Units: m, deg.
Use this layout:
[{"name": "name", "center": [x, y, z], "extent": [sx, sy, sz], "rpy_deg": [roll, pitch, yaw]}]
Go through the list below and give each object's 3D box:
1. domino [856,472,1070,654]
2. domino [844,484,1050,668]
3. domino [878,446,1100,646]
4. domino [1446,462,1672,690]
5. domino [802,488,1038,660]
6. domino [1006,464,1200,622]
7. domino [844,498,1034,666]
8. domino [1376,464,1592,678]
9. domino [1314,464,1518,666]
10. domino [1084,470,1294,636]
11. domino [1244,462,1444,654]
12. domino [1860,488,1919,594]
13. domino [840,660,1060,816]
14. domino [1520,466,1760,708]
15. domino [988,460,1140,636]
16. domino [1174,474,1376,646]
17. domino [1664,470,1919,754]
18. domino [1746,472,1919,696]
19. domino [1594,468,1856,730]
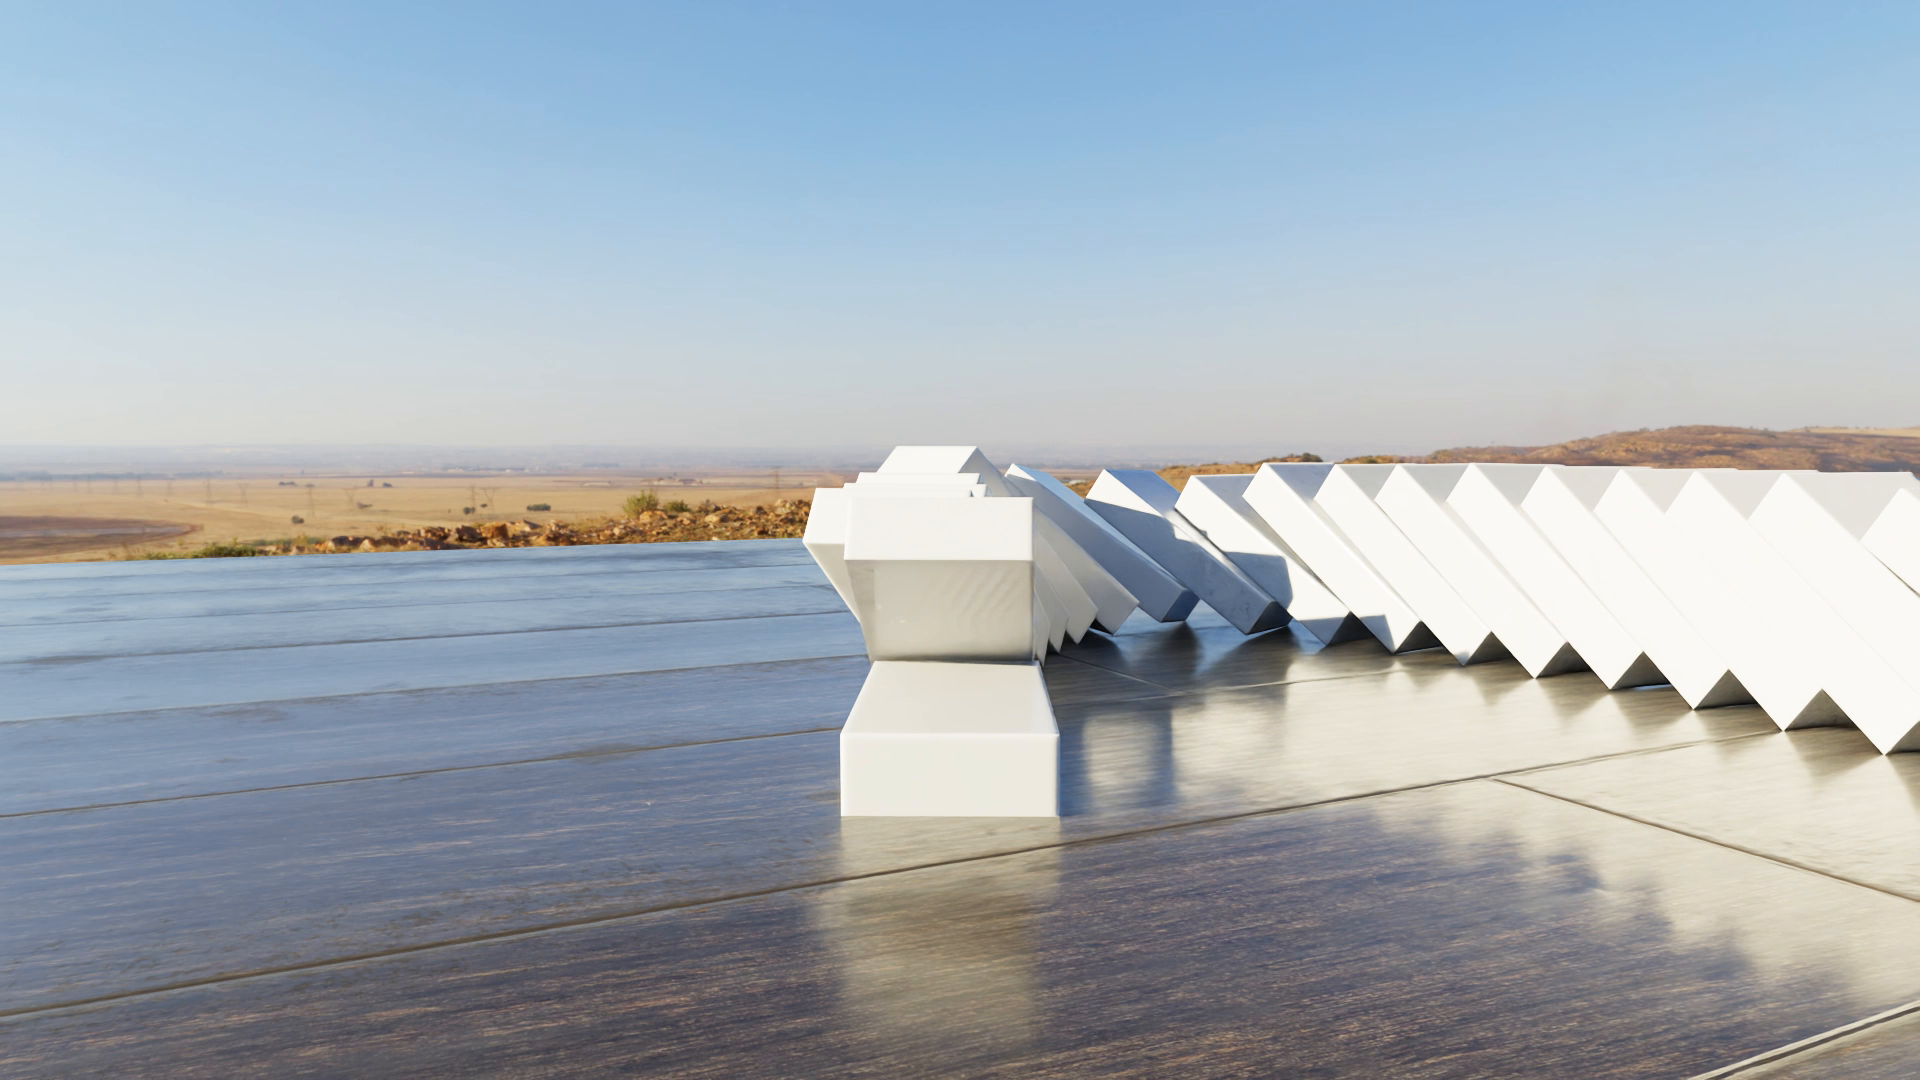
[{"name": "domino", "center": [0.001, 0.005, 0.249], "extent": [0.025, 0.009, 0.050], "rpy_deg": [2, -31, 28]}, {"name": "domino", "center": [-0.002, 0.007, 0.230], "extent": [0.025, 0.009, 0.050], "rpy_deg": [1, -30, 19]}, {"name": "domino", "center": [0.006, 0.001, 0.270], "extent": [0.025, 0.009, 0.050], "rpy_deg": [5, -38, 49]}, {"name": "domino", "center": [0.117, 0.005, 0.239], "extent": [0.025, 0.010, 0.050], "rpy_deg": [-1, 42, -24]}, {"name": "domino", "center": [-0.005, 0.009, 0.213], "extent": [0.025, 0.010, 0.050], "rpy_deg": [1, -29, 17]}, {"name": "domino", "center": [0.033, 0.001, 0.305], "extent": [0.050, 0.010, 0.025], "rpy_deg": [38, 12, 20]}, {"name": "domino", "center": [-0.002, 0.011, 0.192], "extent": [0.025, 0.009, 0.050], "rpy_deg": [0, -29, 3]}, {"name": "domino", "center": [0.107, 0.004, 0.252], "extent": [0.025, 0.010, 0.050], "rpy_deg": [-2, 43, -28]}, {"name": "domino", "center": [0.099, 0.004, 0.265], "extent": [0.025, 0.009, 0.050], "rpy_deg": [-2, 43, -30]}, {"name": "domino", "center": [0.055, 0.002, 0.300], "extent": [0.050, 0.009, 0.025], "rpy_deg": [42, 24, 26]}, {"name": "domino", "center": [0.087, 0.003, 0.278], "extent": [0.025, 0.009, 0.050], "rpy_deg": [-3, 43, -37]}, {"name": "domino", "center": [0.144, 0.012, 0.161], "extent": [0.025, 0.009, 0.050], "rpy_deg": [-1, 40, -15]}, {"name": "domino", "center": [-0.001, 0.025, 0.171], "extent": [0.025, 0.010, 0.050], "rpy_deg": [0, 4, 1]}, {"name": "domino", "center": [0.124, 0.007, 0.224], "extent": [0.025, 0.009, 0.050], "rpy_deg": [-1, 42, -19]}, {"name": "domino", "center": [0.015, 0.000, 0.288], "extent": [0.050, 0.009, 0.025], "rpy_deg": [42, -8, -13]}, {"name": "domino", "center": [0.075, 0.003, 0.291], "extent": [0.025, 0.010, 0.050], "rpy_deg": [-4, 39, -41]}, {"name": "domino", "center": [0.134, 0.009, 0.194], "extent": [0.025, 0.010, 0.050], "rpy_deg": [-1, 42, -16]}, {"name": "domino", "center": [0.139, 0.010, 0.179], "extent": [0.025, 0.009, 0.050], "rpy_deg": [-1, 42, -16]}, {"name": "domino", "center": [0.130, 0.008, 0.209], "extent": [0.025, 0.010, 0.050], "rpy_deg": [-1, 42, -16]}]
